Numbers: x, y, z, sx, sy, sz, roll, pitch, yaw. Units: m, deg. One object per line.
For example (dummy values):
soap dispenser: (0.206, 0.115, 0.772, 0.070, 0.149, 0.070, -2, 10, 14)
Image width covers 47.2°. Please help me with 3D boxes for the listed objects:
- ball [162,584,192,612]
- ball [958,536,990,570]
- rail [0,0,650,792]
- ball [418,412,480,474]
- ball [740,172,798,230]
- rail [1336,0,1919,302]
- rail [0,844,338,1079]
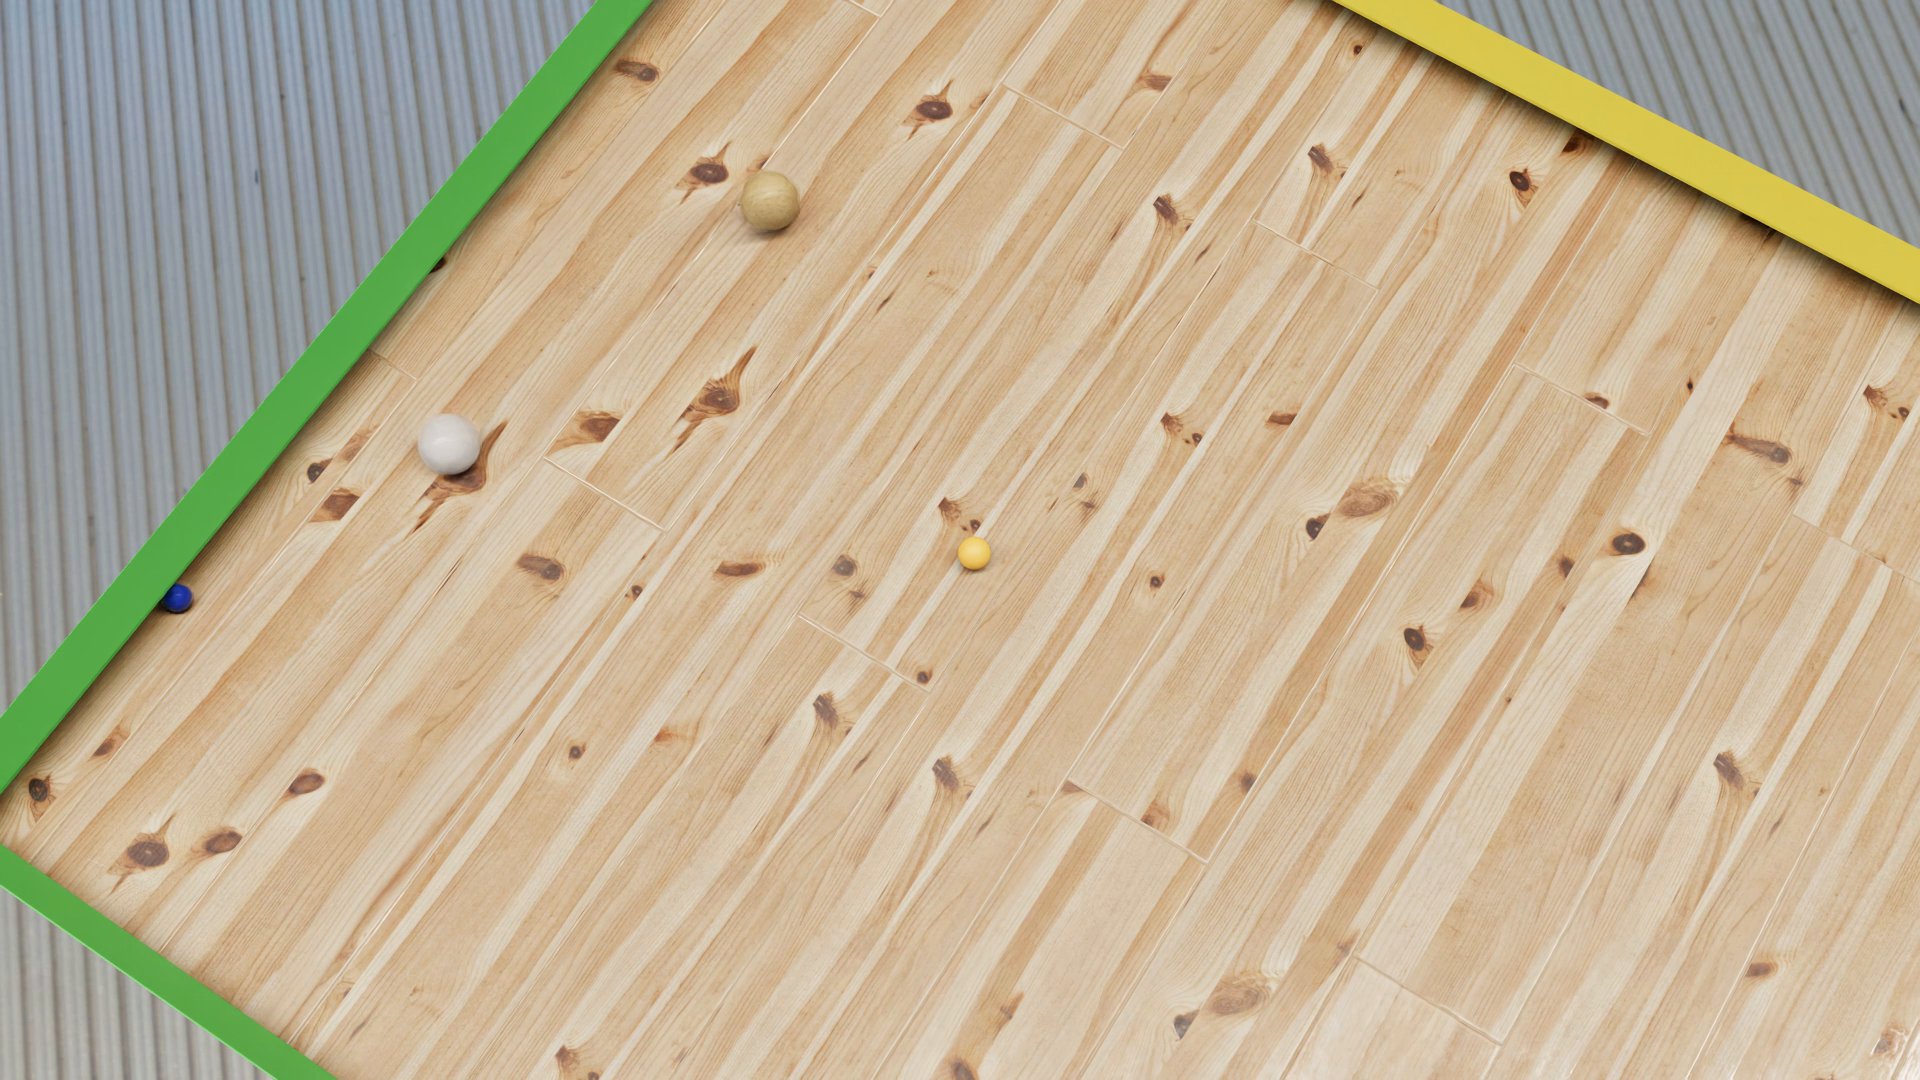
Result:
ball: (-1.229, 0.090, 3.453, 0.044, 0.044, 0.044, 0, 69, 0)
ball: (0.023, 0.021, 3.476, 0.052, 0.052, 0.052, 0, 69, 0)
rail: (-0.849, -0.517, 3.646, 0.045, 0.128, 2.465, 31, 72, 11)
ball: (-0.818, -0.155, 3.520, 0.098, 0.098, 0.098, 0, 69, 0)
ball: (-0.319, -0.568, 3.683, 0.098, 0.098, 0.098, 0, 69, 0)
rail: (1.520, -0.443, 3.616, 4.123, 0.128, 0.045, 31, 72, 11)
rail: (0.217, 1.453, 2.871, 4.123, 0.128, 0.045, 31, 72, 11)
